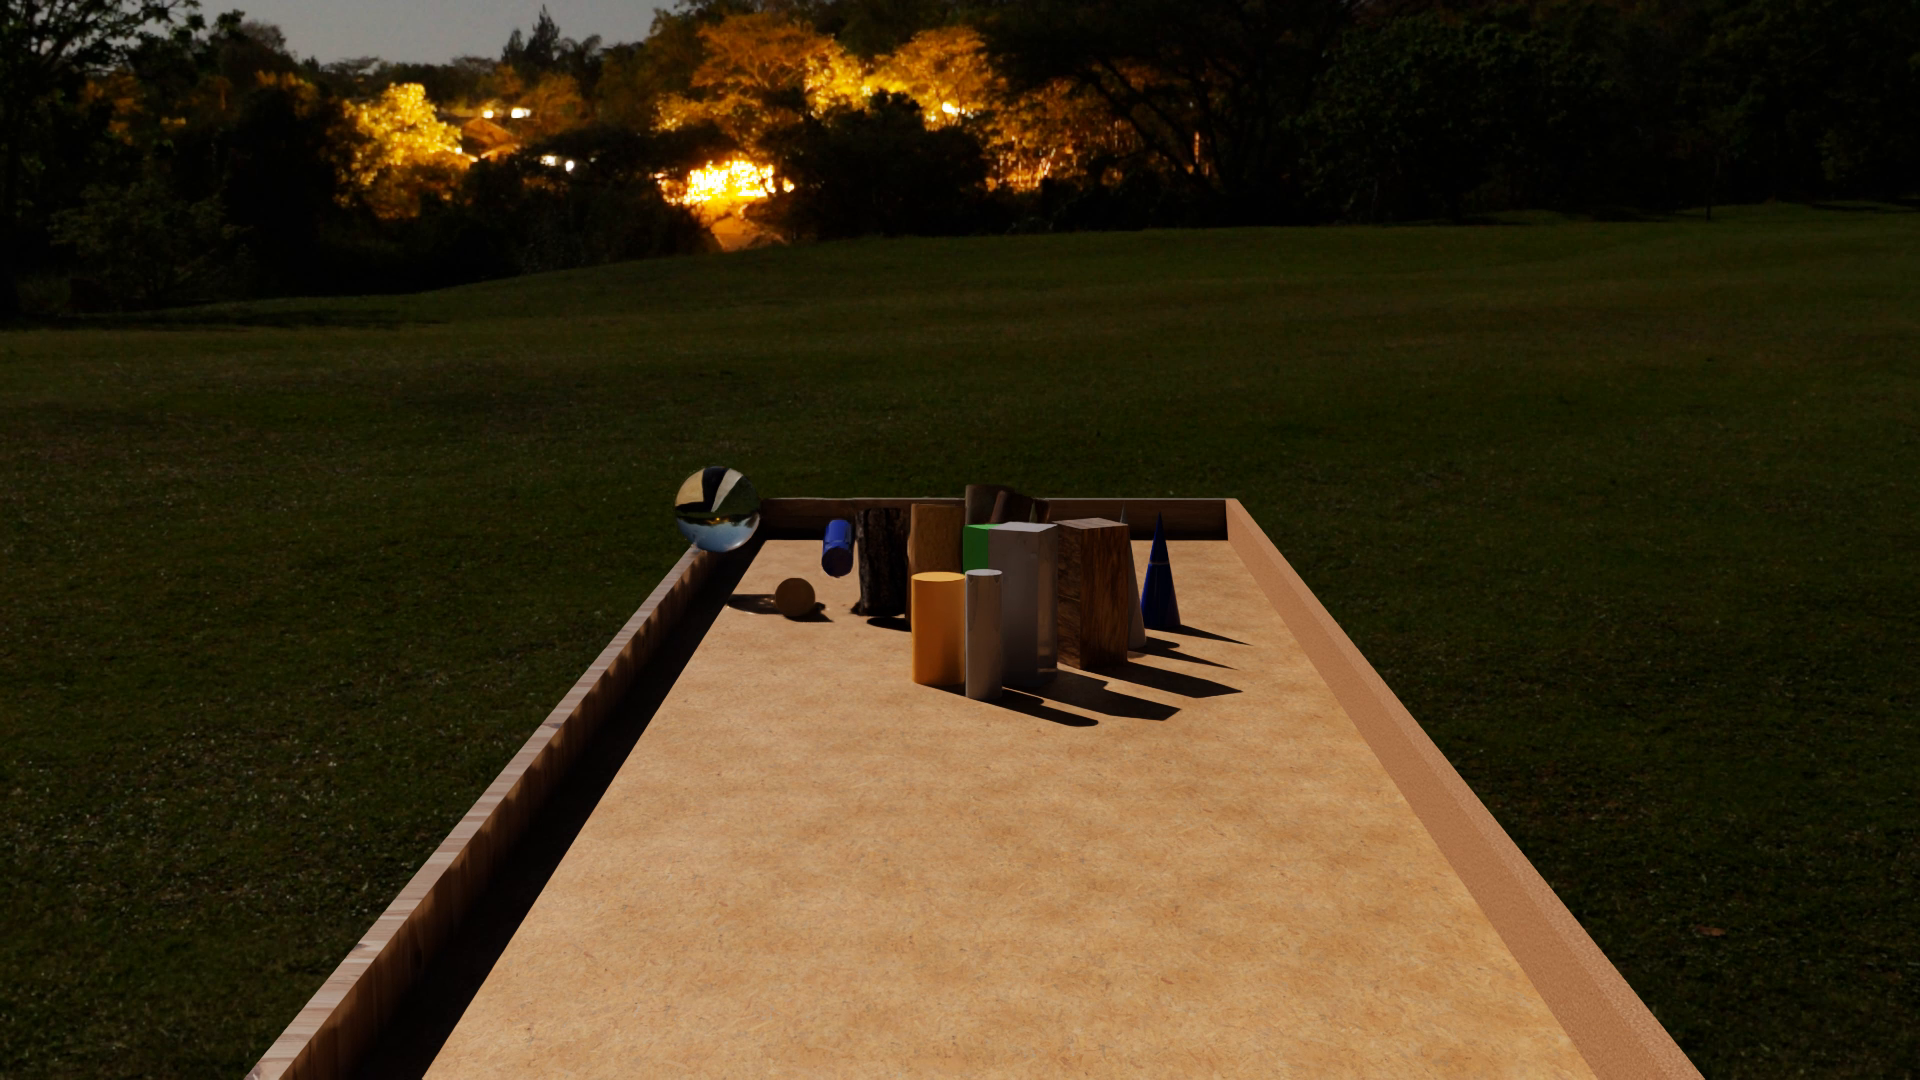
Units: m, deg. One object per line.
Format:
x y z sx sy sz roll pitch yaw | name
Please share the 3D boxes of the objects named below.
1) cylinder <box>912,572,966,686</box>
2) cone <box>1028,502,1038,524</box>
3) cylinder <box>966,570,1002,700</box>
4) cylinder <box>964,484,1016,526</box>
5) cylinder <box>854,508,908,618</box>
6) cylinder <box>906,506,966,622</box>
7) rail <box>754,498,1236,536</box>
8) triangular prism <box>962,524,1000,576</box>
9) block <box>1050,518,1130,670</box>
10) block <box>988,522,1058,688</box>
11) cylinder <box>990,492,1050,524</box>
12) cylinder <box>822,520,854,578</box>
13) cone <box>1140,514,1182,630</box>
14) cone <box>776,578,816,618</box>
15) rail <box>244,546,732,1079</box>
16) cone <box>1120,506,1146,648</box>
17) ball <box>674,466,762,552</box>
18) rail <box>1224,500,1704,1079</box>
-0.063 0.258 6.404 0.156 0.307 0.156 0 9 0 | cylinder
0.224 0.092 6.948 0.157 0.457 0.157 2 8 0 | cone
0.067 0.266 6.197 0.104 0.355 0.104 0 9 0 | cylinder
0.088 0.040 7.290 0.164 0.431 0.164 4 -6 0 | cylinder
-0.256 0.075 7.339 0.168 0.335 0.168 -5 -14 -1 | cylinder
-0.080 0.080 7.217 0.180 0.380 0.180 3 0 0 | cylinder
0.099 -0.098 9.147 2.100 0.150 0.050 0 9 1 | rail
0.096 0.160 6.692 0.115 0.410 0.133 -9 13 -44 | triangular prism
0.390 0.160 6.644 0.170 0.425 0.170 -5 10 -29 | block
0.184 0.186 6.389 0.154 0.454 0.154 4 10 24 | block
0.153 0.070 7.111 0.179 0.420 0.179 16 -7 2 | cylinder
-0.425 0.027 7.693 0.109 0.109 0.324 0 18 -2 | cylinder
0.653 0.091 7.208 0.152 0.384 0.152 0 9 0 | cone
-0.553 0.198 7.544 0.135 0.135 0.352 0 -2 0 | cone
-1.004 0.839 3.234 0.050 0.150 12.000 0 9 1 | rail
0.513 0.102 6.908 0.154 0.455 0.154 0 9 0 | cone
-0.861 -0.108 7.818 0.308 0.308 0.308 0 9 0 | ball
1.046 0.843 3.208 0.050 0.150 12.000 0 9 1 | rail
